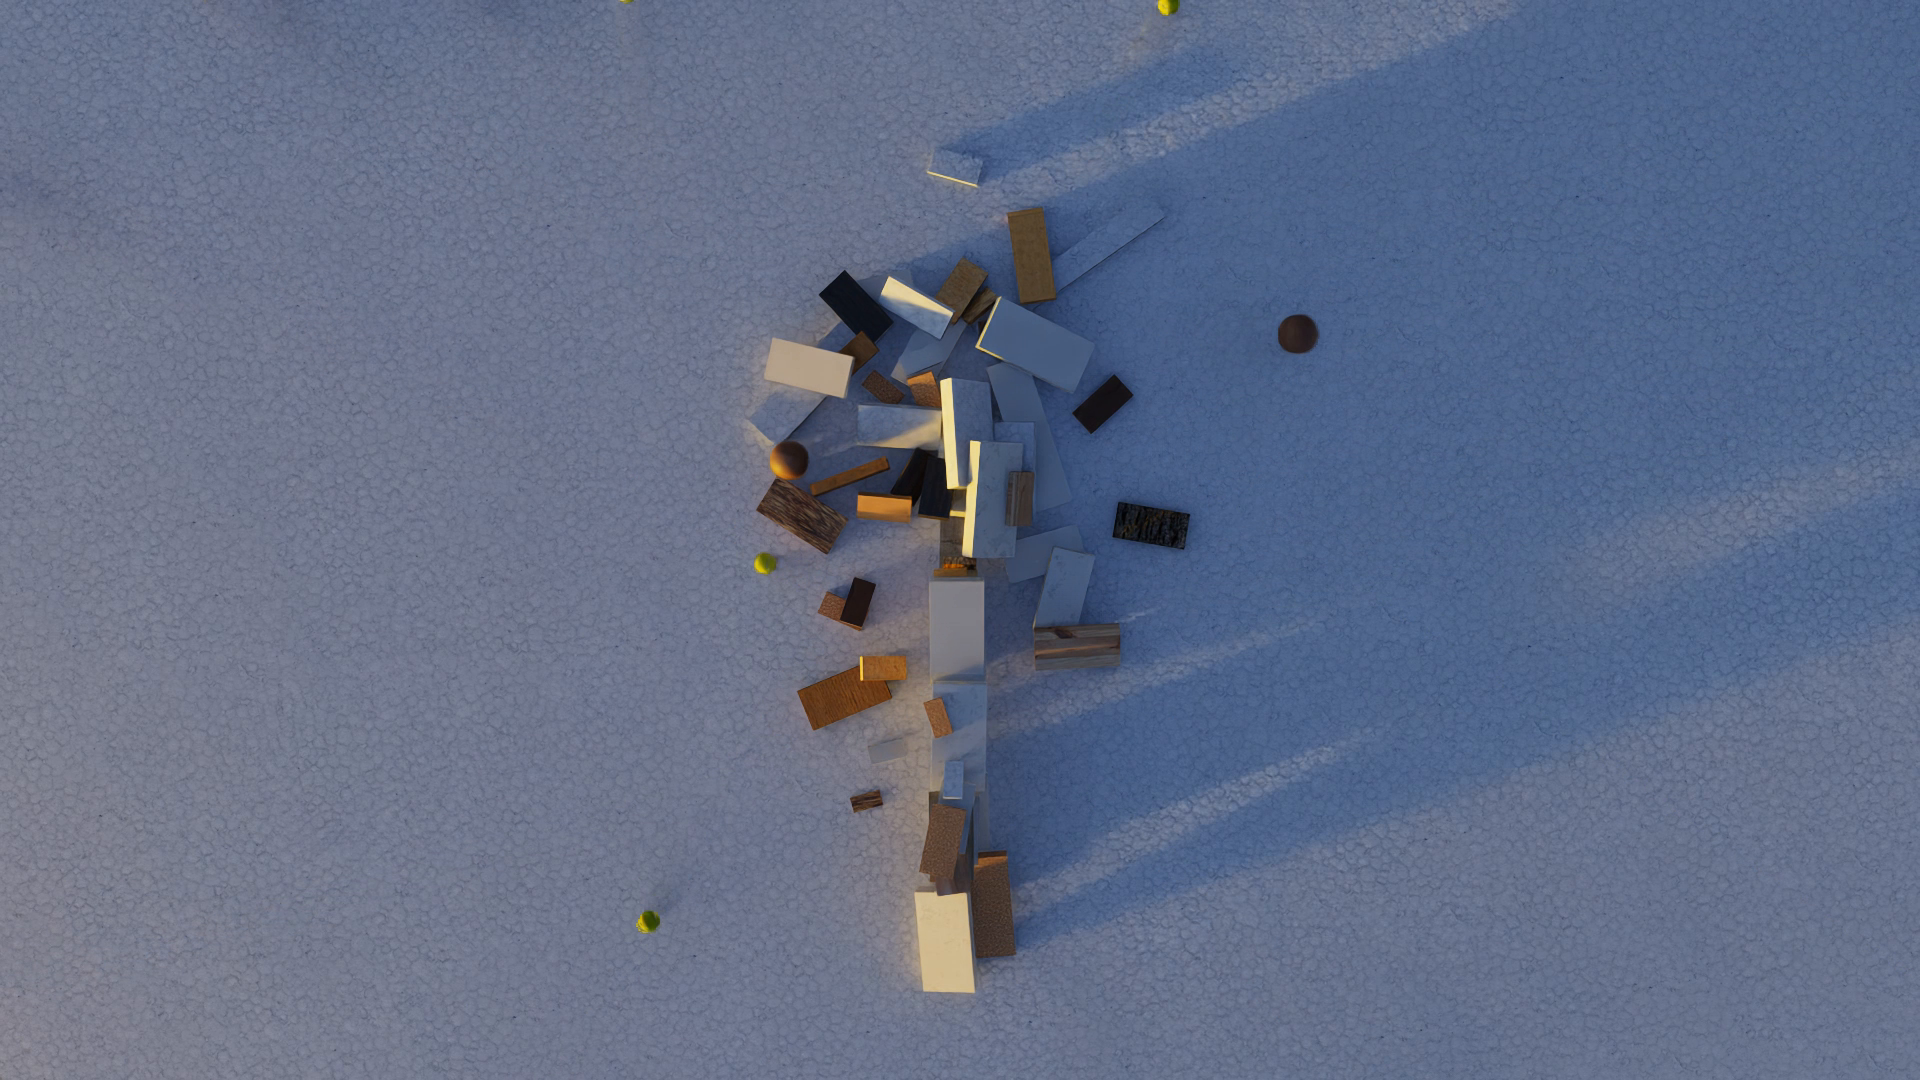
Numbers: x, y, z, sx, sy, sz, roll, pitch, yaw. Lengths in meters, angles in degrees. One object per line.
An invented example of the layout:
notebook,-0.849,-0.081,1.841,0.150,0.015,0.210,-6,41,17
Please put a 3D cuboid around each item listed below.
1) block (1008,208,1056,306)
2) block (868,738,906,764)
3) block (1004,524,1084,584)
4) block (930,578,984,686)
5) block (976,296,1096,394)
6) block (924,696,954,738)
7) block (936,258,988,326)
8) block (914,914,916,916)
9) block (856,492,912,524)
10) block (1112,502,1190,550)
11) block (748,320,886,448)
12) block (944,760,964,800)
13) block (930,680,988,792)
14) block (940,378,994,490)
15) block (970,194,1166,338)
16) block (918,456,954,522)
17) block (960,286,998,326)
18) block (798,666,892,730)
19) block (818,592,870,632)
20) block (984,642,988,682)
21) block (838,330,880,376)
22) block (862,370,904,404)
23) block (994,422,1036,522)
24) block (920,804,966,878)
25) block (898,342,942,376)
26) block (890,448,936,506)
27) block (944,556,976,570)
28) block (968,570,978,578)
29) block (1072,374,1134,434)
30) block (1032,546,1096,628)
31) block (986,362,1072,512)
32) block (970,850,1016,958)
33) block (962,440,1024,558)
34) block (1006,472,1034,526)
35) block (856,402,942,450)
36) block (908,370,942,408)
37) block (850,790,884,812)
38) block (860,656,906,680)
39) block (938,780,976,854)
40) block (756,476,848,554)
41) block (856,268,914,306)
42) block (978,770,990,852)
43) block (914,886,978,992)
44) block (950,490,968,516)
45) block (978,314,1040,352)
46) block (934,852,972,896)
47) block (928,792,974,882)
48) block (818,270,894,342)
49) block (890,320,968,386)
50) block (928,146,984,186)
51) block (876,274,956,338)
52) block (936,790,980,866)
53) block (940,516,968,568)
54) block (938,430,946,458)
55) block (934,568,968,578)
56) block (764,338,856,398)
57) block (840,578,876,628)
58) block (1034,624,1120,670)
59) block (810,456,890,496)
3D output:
block,0.238,-0.940,5.462,0.119,0.034,0.309,-8,84,3
block,-0.242,0.703,5.491,0.121,0.017,0.060,-14,90,0
block,0.277,0.045,5.481,0.265,0.037,0.132,-16,90,0
block,-0.010,0.294,5.305,0.174,0.049,0.348,0,105,0
block,0.249,-0.640,5.432,0.356,0.050,0.178,25,88,-13
block,-0.069,0.568,5.275,0.060,0.017,0.121,-18,95,2
block,-0.005,-0.824,5.463,0.103,0.029,0.207,33,78,1
block,-0.107,1.217,5.493,0.050,0.014,0.101,28,90,0
block,-0.251,-0.108,5.466,0.177,0.025,0.089,5,122,0
block,0.636,-0.048,5.483,0.238,0.034,0.119,10,90,0
block,-0.477,-0.541,5.480,0.138,0.039,0.522,43,90,0
block,-0.021,0.766,5.265,0.060,0.017,0.121,2,65,0
block,-0.003,0.632,5.315,0.174,0.049,0.348,1,96,0
block,0.029,-0.343,5.400,0.178,0.050,0.356,2,81,-44
block,0.354,-0.902,5.487,0.736,0.027,0.095,-35,90,0
block,-0.070,-0.167,5.374,0.102,0.029,0.203,8,71,4
block,0.061,-0.777,5.472,0.133,0.019,0.067,-40,61,-3
block,-0.383,0.513,5.480,0.282,0.040,0.141,-22,90,0
block,-0.388,0.238,5.489,0.154,0.022,0.077,24,90,0
block,-0.001,0.506,5.391,0.174,0.049,0.348,1,82,0
block,-0.355,-0.600,5.429,0.170,0.024,0.085,-41,90,14
block,-0.256,-0.499,5.491,0.133,0.019,0.067,40,90,0
block,0.183,-0.226,5.446,0.132,0.037,0.326,2,96,16
block,-0.054,0.956,5.239,0.110,0.031,0.220,11,85,3
block,-0.130,-0.596,5.452,0.133,0.019,0.067,-22,90,0
block,-0.148,-0.210,5.467,0.089,0.025,0.177,30,96,-15
block,-0.002,0.137,5.409,0.107,0.214,0.030,1,49,0
block,0.001,0.177,5.409,0.107,0.214,0.030,1,49,0
block,0.475,-0.451,5.487,0.190,0.027,0.095,-42,90,0
block,0.343,0.171,5.454,0.141,0.040,0.282,13,98,-5
block,0.231,-0.351,5.481,0.137,0.039,0.507,-18,90,0
block,0.082,1.204,5.442,0.174,0.049,0.348,-5,101,1
block,0.107,-0.132,5.367,0.178,0.050,0.375,-1,98,-37
block,0.196,-0.134,5.387,0.089,0.025,0.177,-1,98,-37
block,-0.200,-0.377,5.457,0.274,0.039,0.137,4,111,0
block,-0.105,-0.469,5.452,0.085,0.024,0.170,-18,111,9
block,-0.311,0.870,5.493,0.101,0.014,0.050,-16,90,0
block,-0.253,0.424,5.454,0.154,0.022,0.077,1,80,-23
block,-0.021,0.884,5.276,0.110,0.031,0.220,9,85,2
block,-0.523,-0.084,5.480,0.276,0.039,0.138,32,90,0
block,-0.249,-0.834,5.487,0.190,0.027,0.095,-14,90,0
block,0.009,0.946,5.475,0.174,0.049,0.348,-2,90,0
block,-0.044,1.313,5.423,0.174,0.049,0.348,-2,101,14
block,-0.021,-0.172,5.431,0.102,0.029,0.203,5,57,2
block,0.168,-0.683,5.460,0.207,0.029,0.103,-7,100,-9
block,-0.033,1.025,5.290,0.110,0.031,0.220,-8,76,-1
block,-0.027,0.960,5.342,0.143,0.041,0.286,-1,76,0
block,-0.341,-0.762,5.444,0.119,0.034,0.238,-43,90,0
block,-0.103,-0.632,5.481,0.137,0.039,0.275,29,90,0
block,-0.014,-1.242,5.488,0.170,0.024,0.085,16,90,0
block,-0.144,-0.767,5.427,0.244,0.029,0.103,30,118,4
block,-0.006,0.834,5.415,0.143,0.041,0.459,2,76,1
block,-0.019,0.000,5.403,0.094,0.027,0.187,1,85,0
block,-0.017,-0.295,5.449,0.102,0.029,0.203,9,71,5
block,-0.024,0.196,5.330,0.107,0.030,0.214,-4,110,2
block,-0.494,-0.566,5.422,0.276,0.039,0.138,14,97,8
block,-0.339,0.208,5.469,0.077,0.022,0.154,18,75,-2
block,0.387,0.353,5.452,0.282,0.040,0.141,-3,115,0
block,-0.361,-0.208,5.434,0.265,0.132,0.037,-21,90,0
